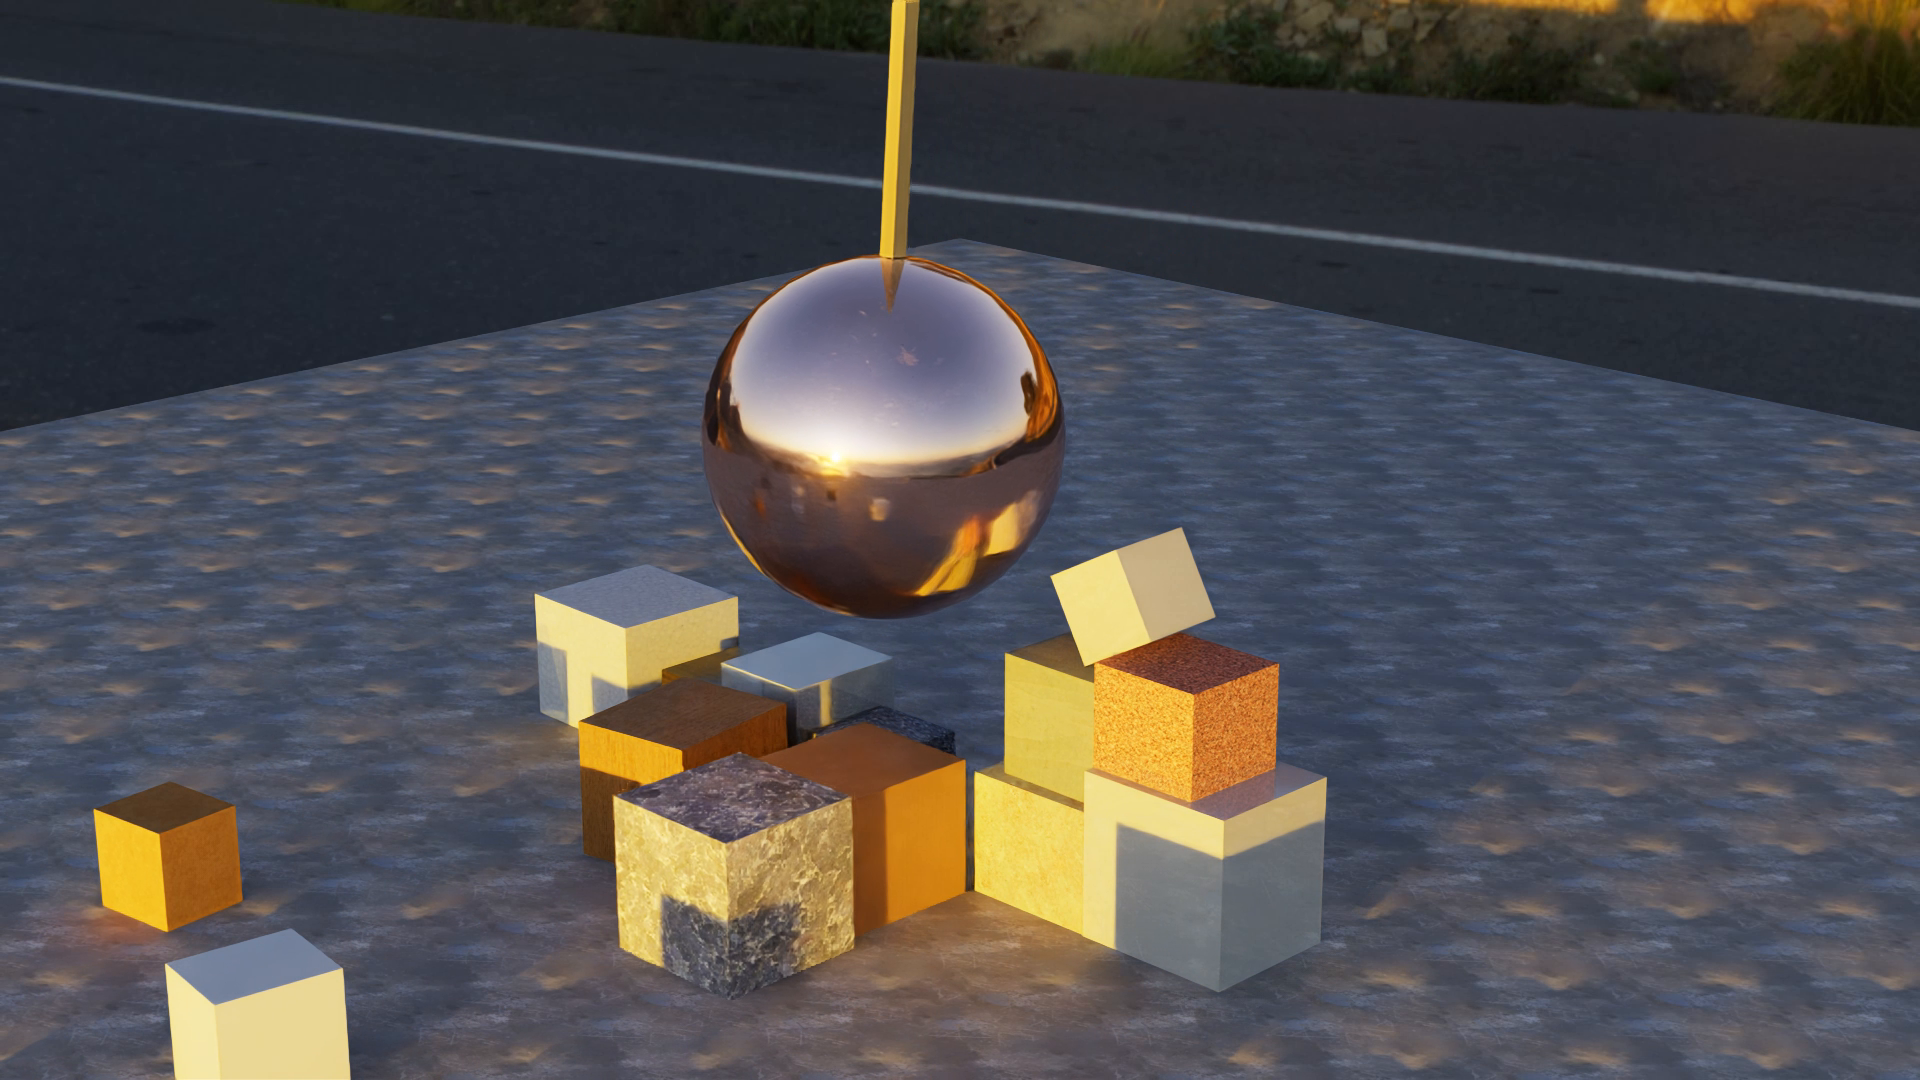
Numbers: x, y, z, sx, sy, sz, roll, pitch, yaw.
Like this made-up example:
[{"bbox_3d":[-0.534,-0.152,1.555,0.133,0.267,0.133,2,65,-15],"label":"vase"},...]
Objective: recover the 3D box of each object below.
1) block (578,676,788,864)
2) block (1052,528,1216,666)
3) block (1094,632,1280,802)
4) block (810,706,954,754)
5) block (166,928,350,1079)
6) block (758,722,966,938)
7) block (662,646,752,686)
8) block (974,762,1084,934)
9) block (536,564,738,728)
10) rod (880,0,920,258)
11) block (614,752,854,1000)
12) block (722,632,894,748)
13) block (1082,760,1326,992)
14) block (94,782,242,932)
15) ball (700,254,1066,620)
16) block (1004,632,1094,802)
[{"bbox_3d":[-1.285,1.113,13.703,0.629,0.660,0.742,12,21,34],"label":"block"},{"bbox_3d":[0.756,0.247,12.795,0.449,0.420,0.415,-18,-4,-45],"label":"block"},{"bbox_3d":[0.966,0.752,12.564,0.550,0.480,0.560,-16,24,-42],"label":"block"},{"bbox_3d":[-0.368,1.120,14.056,0.487,0.434,0.485,-17,24,-42],"label":"block"},{"bbox_3d":[-2.750,1.894,11.493,0.531,0.494,0.460,-13,22,-35],"label":"block"},{"bbox_3d":[-0.456,1.289,13.163,0.693,0.647,0.660,-16,24,-42],"label":"block"},{"bbox_3d":[-1.129,0.877,14.791,0.494,0.458,0.557,-17,24,-42],"label":"block"},{"bbox_3d":[0.542,1.311,13.211,0.681,0.578,0.663,-17,24,-42],"label":"block"},{"bbox_3d":[-1.683,0.601,15.338,0.734,0.657,0.763,-16,24,-41],"label":"block"},{"bbox_3d":[-0.145,-3.739,12.015,0.080,5.200,0.080,17,19,42],"label":"rod"},{"bbox_3d":[-0.967,1.431,12.601,0.729,0.711,0.709,17,24,42],"label":"block"},{"bbox_3d":[-0.741,0.900,14.376,0.644,0.662,0.545,-17,24,-42],"label":"block"},{"bbox_3d":[1.052,1.373,12.682,0.681,0.776,0.779,-17,24,-42],"label":"block"},{"bbox_3d":[-3.532,1.408,13.088,0.460,0.465,0.413,13,22,36],"label":"block"},{"bbox_3d":[-0.334,-0.449,12.851,1.600,1.600,1.600,0,17,0],"label":"ball"},{"bbox_3d":[0.574,0.778,12.997,0.497,0.567,0.562,-16,24,-42],"label":"block"}]
